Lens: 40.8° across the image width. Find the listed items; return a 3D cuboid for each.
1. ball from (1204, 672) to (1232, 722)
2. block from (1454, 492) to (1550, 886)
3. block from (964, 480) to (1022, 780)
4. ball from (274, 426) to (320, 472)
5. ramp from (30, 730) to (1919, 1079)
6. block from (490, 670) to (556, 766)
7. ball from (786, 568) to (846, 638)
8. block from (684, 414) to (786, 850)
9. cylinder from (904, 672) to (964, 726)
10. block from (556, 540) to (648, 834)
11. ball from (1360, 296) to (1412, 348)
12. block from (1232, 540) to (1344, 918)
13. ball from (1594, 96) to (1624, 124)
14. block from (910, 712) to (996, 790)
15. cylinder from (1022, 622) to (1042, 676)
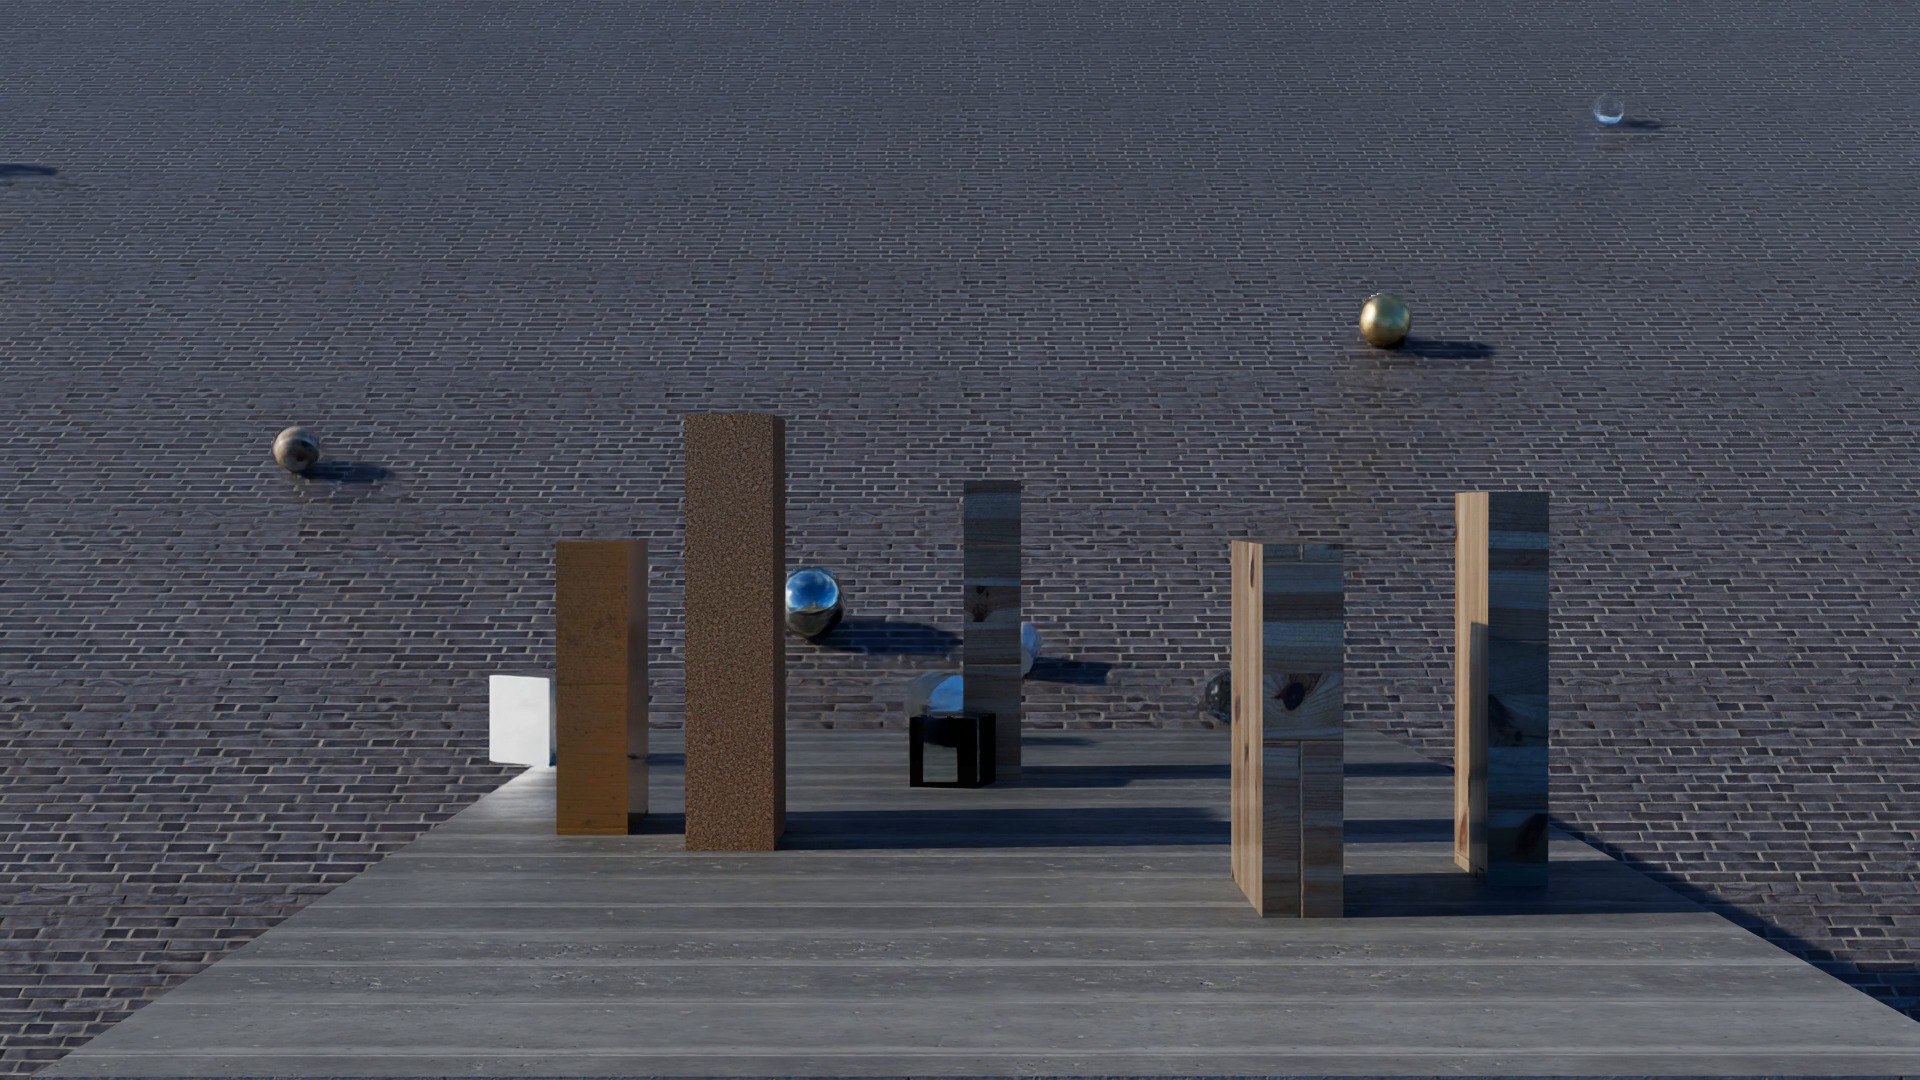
[{"bbox_3d":[0.709,0.412,6.786,0.134,0.134,0.134,0,28,0],"label":"ball"},{"bbox_3d":[0.841,0.223,4.020,0.092,0.594,0.258,0,1,0],"label":"block"},{"bbox_3d":[0.067,0.187,5.520,0.119,0.625,0.282,0,1,0],"label":"block"},{"bbox_3d":[-2.082,-0.285,8.106,0.141,0.141,0.141,0,28,0],"label":"ball"},{"bbox_3d":[0.063,0.563,4.601,2.000,0.100,4.000,0,1,0],"label":"ramp"},{"bbox_3d":[-0.920,0.399,5.814,0.194,0.194,0.194,1,1,38],"label":"block"},{"bbox_3d":[-0.414,0.175,7.176,0.191,0.191,0.191,0,28,0],"label":"ball"},{"bbox_3d":[-0.384,0.152,4.447,0.147,0.726,0.305,0,1,0],"label":"block"},{"bbox_3d":[-0.029,0.406,6.253,0.167,0.167,0.167,-12,5,-21],"label":"cylinder"},{"bbox_3d":[-0.642,0.257,4.654,0.124,0.511,0.306,0,1,0],"label":"block"},{"bbox_3d":[1.477,-0.760,8.969,0.179,0.179,0.179,0,28,0],"label":"ball"},{"bbox_3d":[0.477,0.263,3.796,0.113,0.520,0.406,0,1,0],"label":"block"},{"bbox_3d":[2.788,-1.846,11.096,0.125,0.125,0.125,0,28,0],"label":"ball"},{"bbox_3d":[-0.014,0.431,5.315,0.143,0.143,0.143,0,1,16],"label":"block"},{"bbox_3d":[0.155,0.297,7.028,0.114,0.114,0.114,7,28,12],"label":"cylinder"}]
